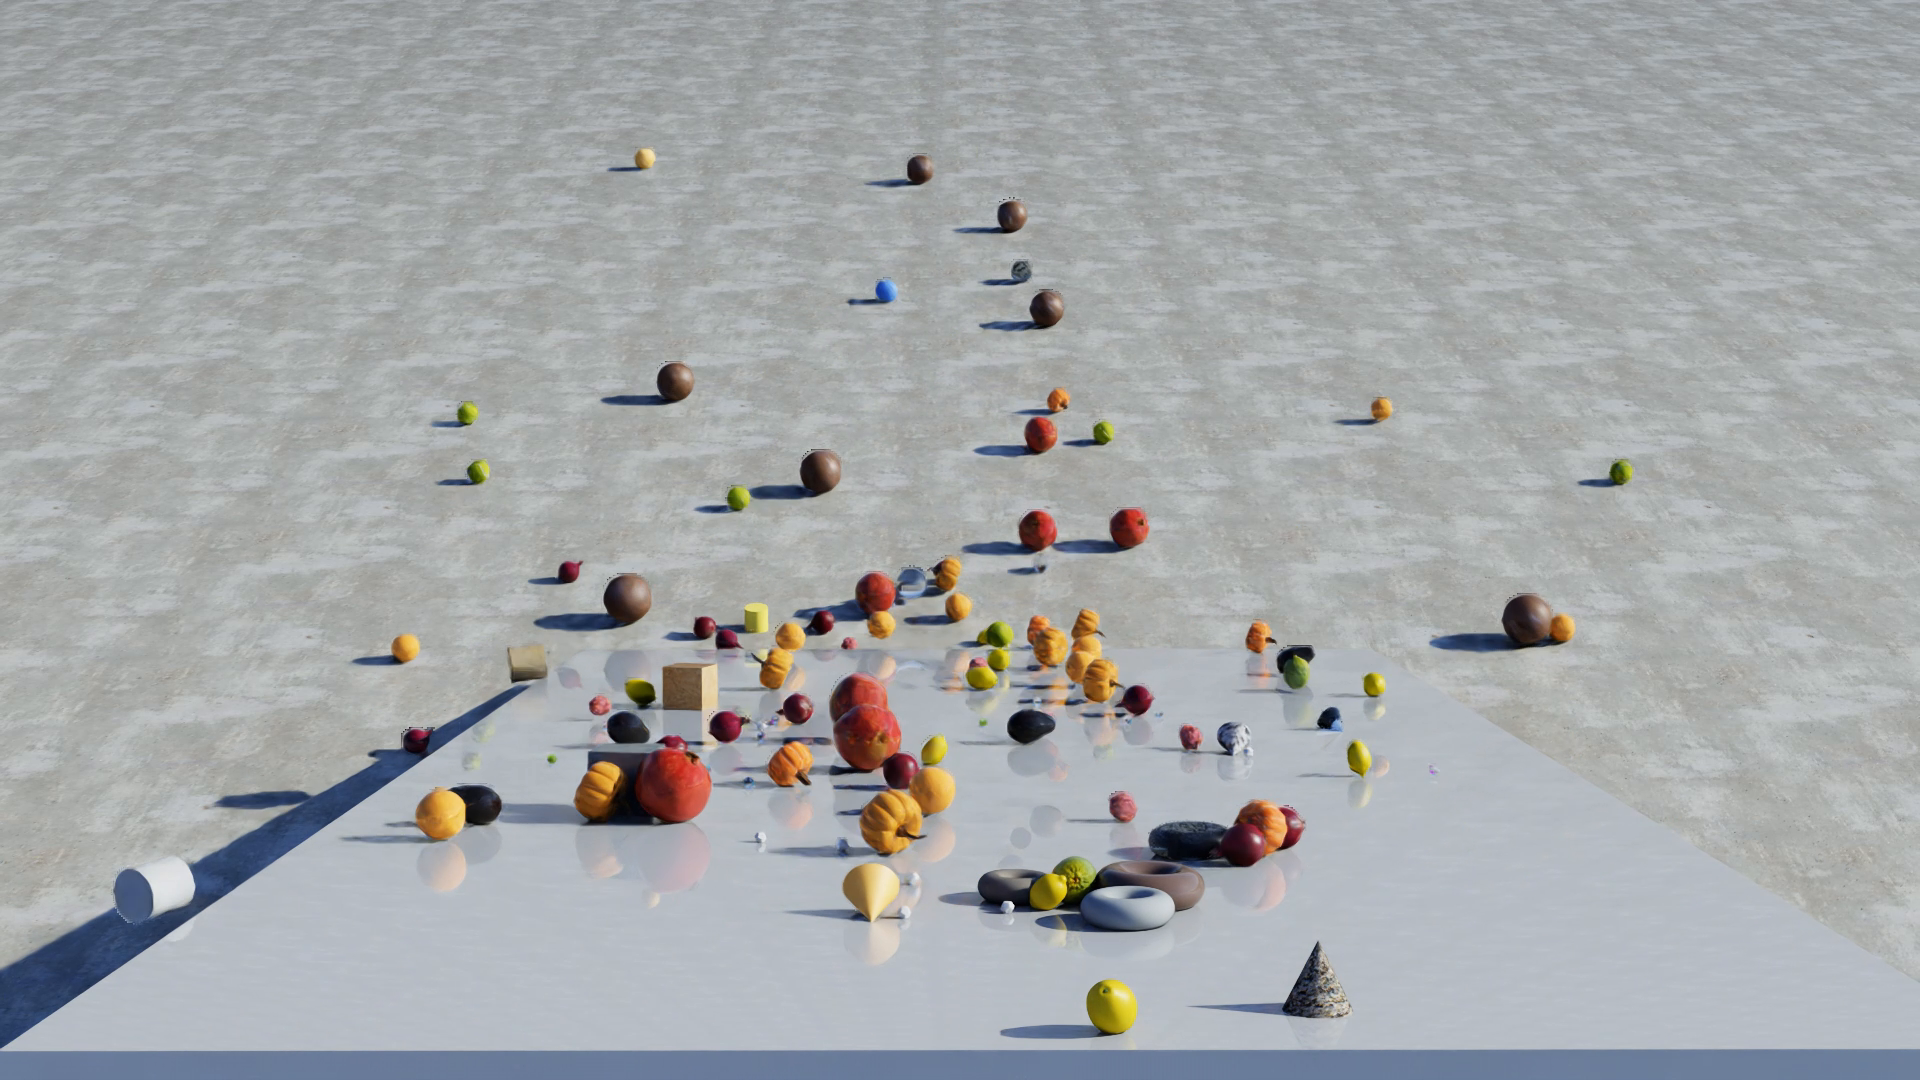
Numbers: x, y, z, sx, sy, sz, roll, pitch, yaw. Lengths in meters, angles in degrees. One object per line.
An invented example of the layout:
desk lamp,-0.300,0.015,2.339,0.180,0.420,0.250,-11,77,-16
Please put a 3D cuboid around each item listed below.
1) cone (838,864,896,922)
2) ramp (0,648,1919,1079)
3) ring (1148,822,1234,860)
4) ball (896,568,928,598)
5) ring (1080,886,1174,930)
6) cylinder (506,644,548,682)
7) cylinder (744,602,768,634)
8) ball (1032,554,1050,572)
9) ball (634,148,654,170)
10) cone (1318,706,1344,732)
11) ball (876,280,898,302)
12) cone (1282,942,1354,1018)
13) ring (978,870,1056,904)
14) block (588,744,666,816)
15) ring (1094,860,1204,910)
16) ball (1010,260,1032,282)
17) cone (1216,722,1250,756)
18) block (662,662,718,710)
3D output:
cone,-0.110,0.450,3.176,0.072,0.072,0.072,-4,42,-9
ramp,0.049,0.440,4.532,2.000,0.100,4.000,0,3,0
ring,0.325,0.422,3.605,0.121,0.040,0.121,-1,4,0
ball,-0.133,0.120,7.054,0.085,0.085,0.085,0,21,0
ring,0.204,0.450,3.137,0.116,0.039,0.116,-1,4,0
cylinder,-0.986,0.280,5.851,0.080,0.080,0.080,-8,22,-14
cylinder,-0.545,0.209,6.885,0.062,0.062,0.062,0,21,0
ball,0.231,0.064,7.281,0.050,0.050,0.050,0,21,0
ball,-1.484,-1.794,12.087,0.097,0.097,0.097,0,21,0
cone,0.724,0.355,4.942,0.050,0.050,0.050,-11,35,-26
ball,-0.282,-0.961,9.919,0.085,0.085,0.085,0,21,0
cone,0.375,0.456,2.694,0.074,0.074,0.074,0,3,0
ring,0.073,0.443,3.286,0.101,0.034,0.101,1,3,0
block,-0.516,0.372,3.989,0.098,0.098,0.098,0,3,8
ring,0.240,0.438,3.257,0.141,0.047,0.141,1,4,0
ball,0.243,-1.064,10.189,0.086,0.086,0.086,0,21,0
cone,0.492,0.371,4.621,0.063,0.063,0.063,0,39,1
block,-0.558,0.303,5.311,0.087,0.087,0.087,1,3,16
